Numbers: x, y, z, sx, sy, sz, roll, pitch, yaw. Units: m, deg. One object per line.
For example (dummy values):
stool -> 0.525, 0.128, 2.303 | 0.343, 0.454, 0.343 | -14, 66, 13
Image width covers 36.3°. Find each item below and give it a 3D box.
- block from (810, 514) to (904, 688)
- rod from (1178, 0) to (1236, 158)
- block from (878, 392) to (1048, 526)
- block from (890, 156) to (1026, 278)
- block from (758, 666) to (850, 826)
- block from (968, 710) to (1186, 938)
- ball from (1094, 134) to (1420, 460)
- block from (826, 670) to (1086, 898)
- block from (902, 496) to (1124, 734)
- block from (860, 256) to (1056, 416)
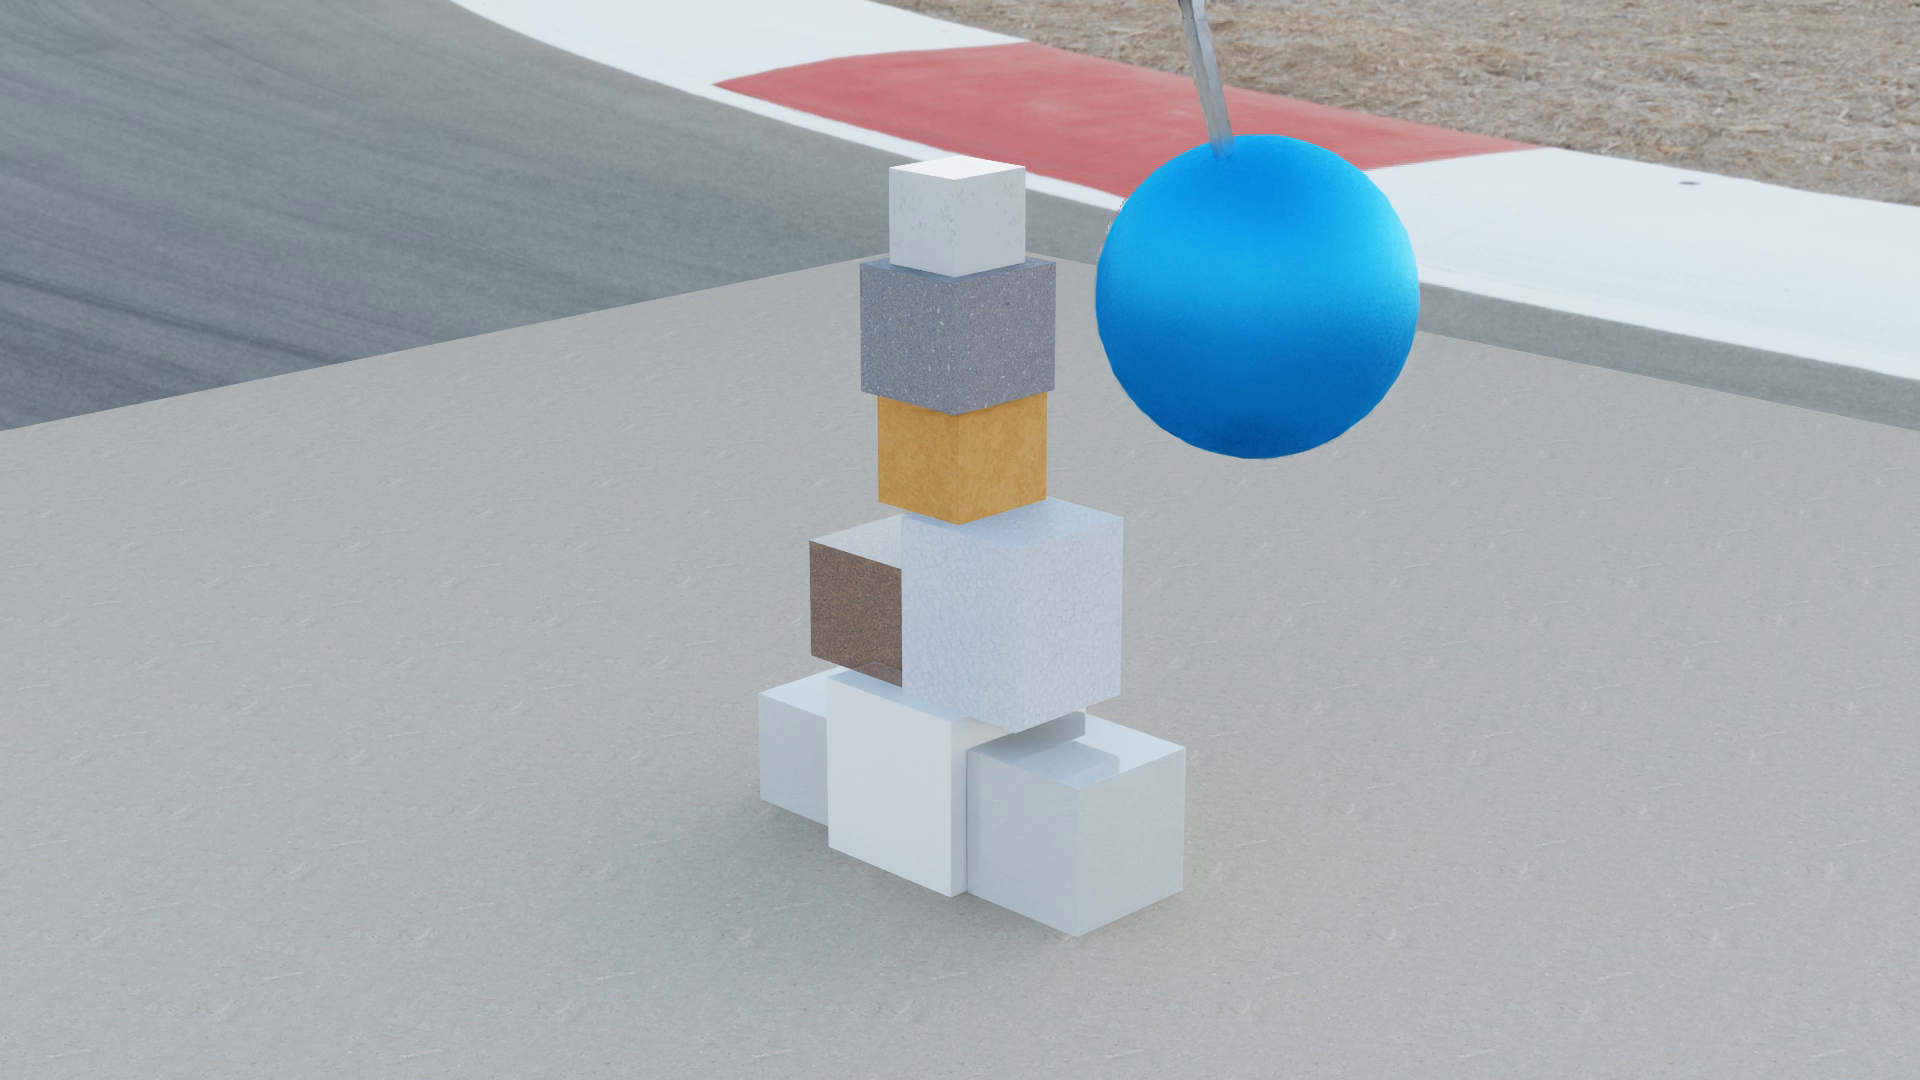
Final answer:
block -> -0.255, 0.277, 13.699 | 0.603, 0.568, 0.660 | -17, 24, -42
rod -> 0.636, -3.995, 12.753 | 0.080, 5.200, 0.080 | 17, 44, 42
block -> 0.011, -0.427, 13.219 | 0.563, 0.519, 0.514 | -17, 24, -42
block -> -0.011, -1.427, 12.881 | 0.438, 0.426, 0.406 | -17, 24, -42
block -> -0.530, 1.007, 14.222 | 0.601, 0.550, 0.655 | -17, 24, -42
block -> 0.521, 1.260, 13.180 | 0.705, 0.693, 0.676 | -17, 24, -42
ball -> 1.467, -1.200, 14.502 | 1.600, 1.600, 1.600 | 0, 17, 0
block -> -0.017, 1.029, 13.663 | 0.883, 0.844, 0.814 | -17, 24, -42
block -> 0.233, 0.297, 13.183 | 0.685, 0.840, 0.714 | -17, 24, -42
block -> -0.009, -0.947, 13.035 | 0.632, 0.582, 0.593 | -17, 24, -42
